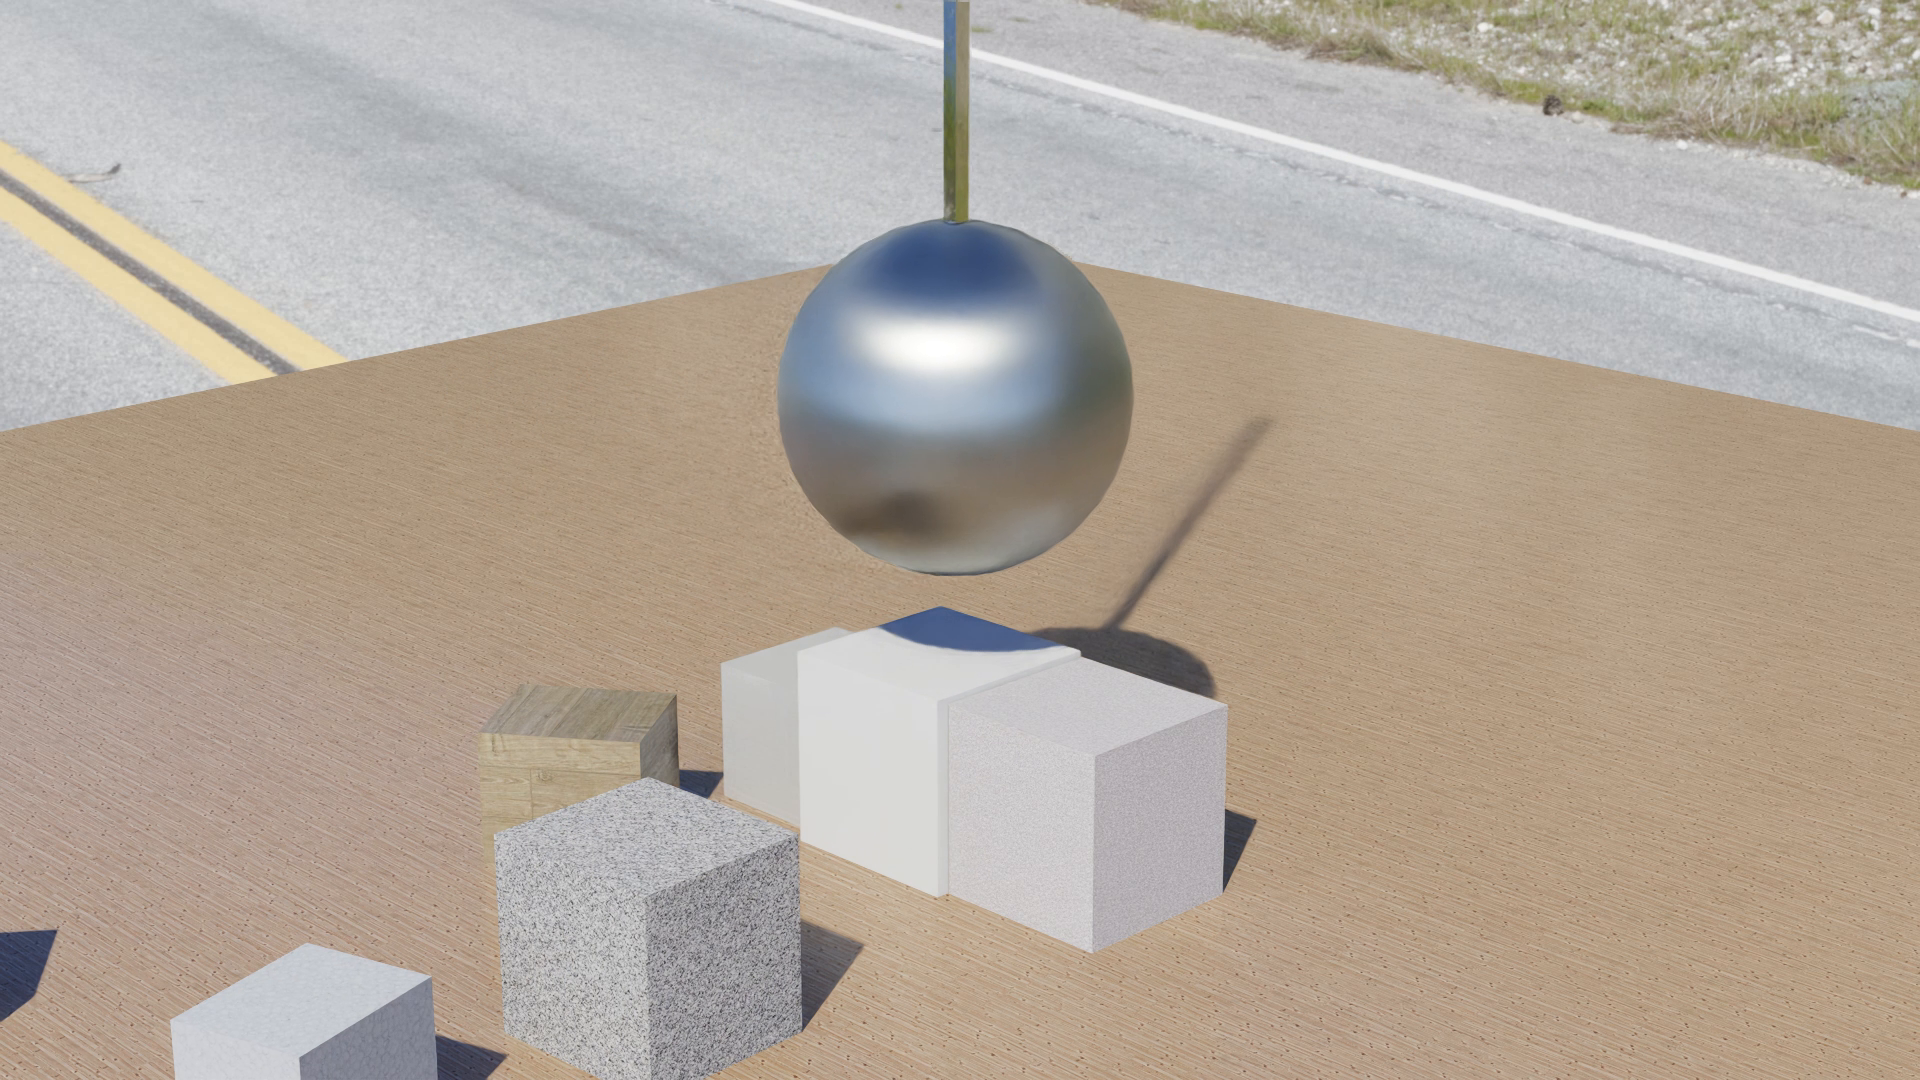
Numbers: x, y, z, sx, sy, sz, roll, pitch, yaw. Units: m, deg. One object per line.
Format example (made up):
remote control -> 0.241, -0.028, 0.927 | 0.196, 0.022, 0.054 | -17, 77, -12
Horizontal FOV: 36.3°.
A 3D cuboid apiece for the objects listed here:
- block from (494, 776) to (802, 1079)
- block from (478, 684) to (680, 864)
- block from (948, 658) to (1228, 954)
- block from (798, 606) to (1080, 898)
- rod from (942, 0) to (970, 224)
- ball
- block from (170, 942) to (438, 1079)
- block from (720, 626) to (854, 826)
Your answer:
block -> -1.251, 1.590, 11.826 | 0.896, 0.876, 0.822 | 15, 23, 40
block -> -1.773, 1.111, 13.734 | 0.766, 0.646, 0.647 | 3, 18, 9
block -> 0.568, 1.164, 13.113 | 0.866, 0.916, 0.880 | -17, 24, -42
block -> -0.097, 0.965, 13.698 | 0.918, 0.945, 0.933 | 17, 24, 42
rod -> -0.010, -3.884, 12.111 | 0.080, 5.200, 0.080 | 17, 24, 42
ball -> -0.022, -0.636, 13.119 | 1.600, 1.600, 1.600 | 0, 17, 0
block -> -2.426, 1.996, 10.924 | 0.606, 0.641, 0.744 | 9, 20, 27
block -> -0.652, 0.913, 14.293 | 0.759, 0.688, 0.663 | -17, 24, -42
